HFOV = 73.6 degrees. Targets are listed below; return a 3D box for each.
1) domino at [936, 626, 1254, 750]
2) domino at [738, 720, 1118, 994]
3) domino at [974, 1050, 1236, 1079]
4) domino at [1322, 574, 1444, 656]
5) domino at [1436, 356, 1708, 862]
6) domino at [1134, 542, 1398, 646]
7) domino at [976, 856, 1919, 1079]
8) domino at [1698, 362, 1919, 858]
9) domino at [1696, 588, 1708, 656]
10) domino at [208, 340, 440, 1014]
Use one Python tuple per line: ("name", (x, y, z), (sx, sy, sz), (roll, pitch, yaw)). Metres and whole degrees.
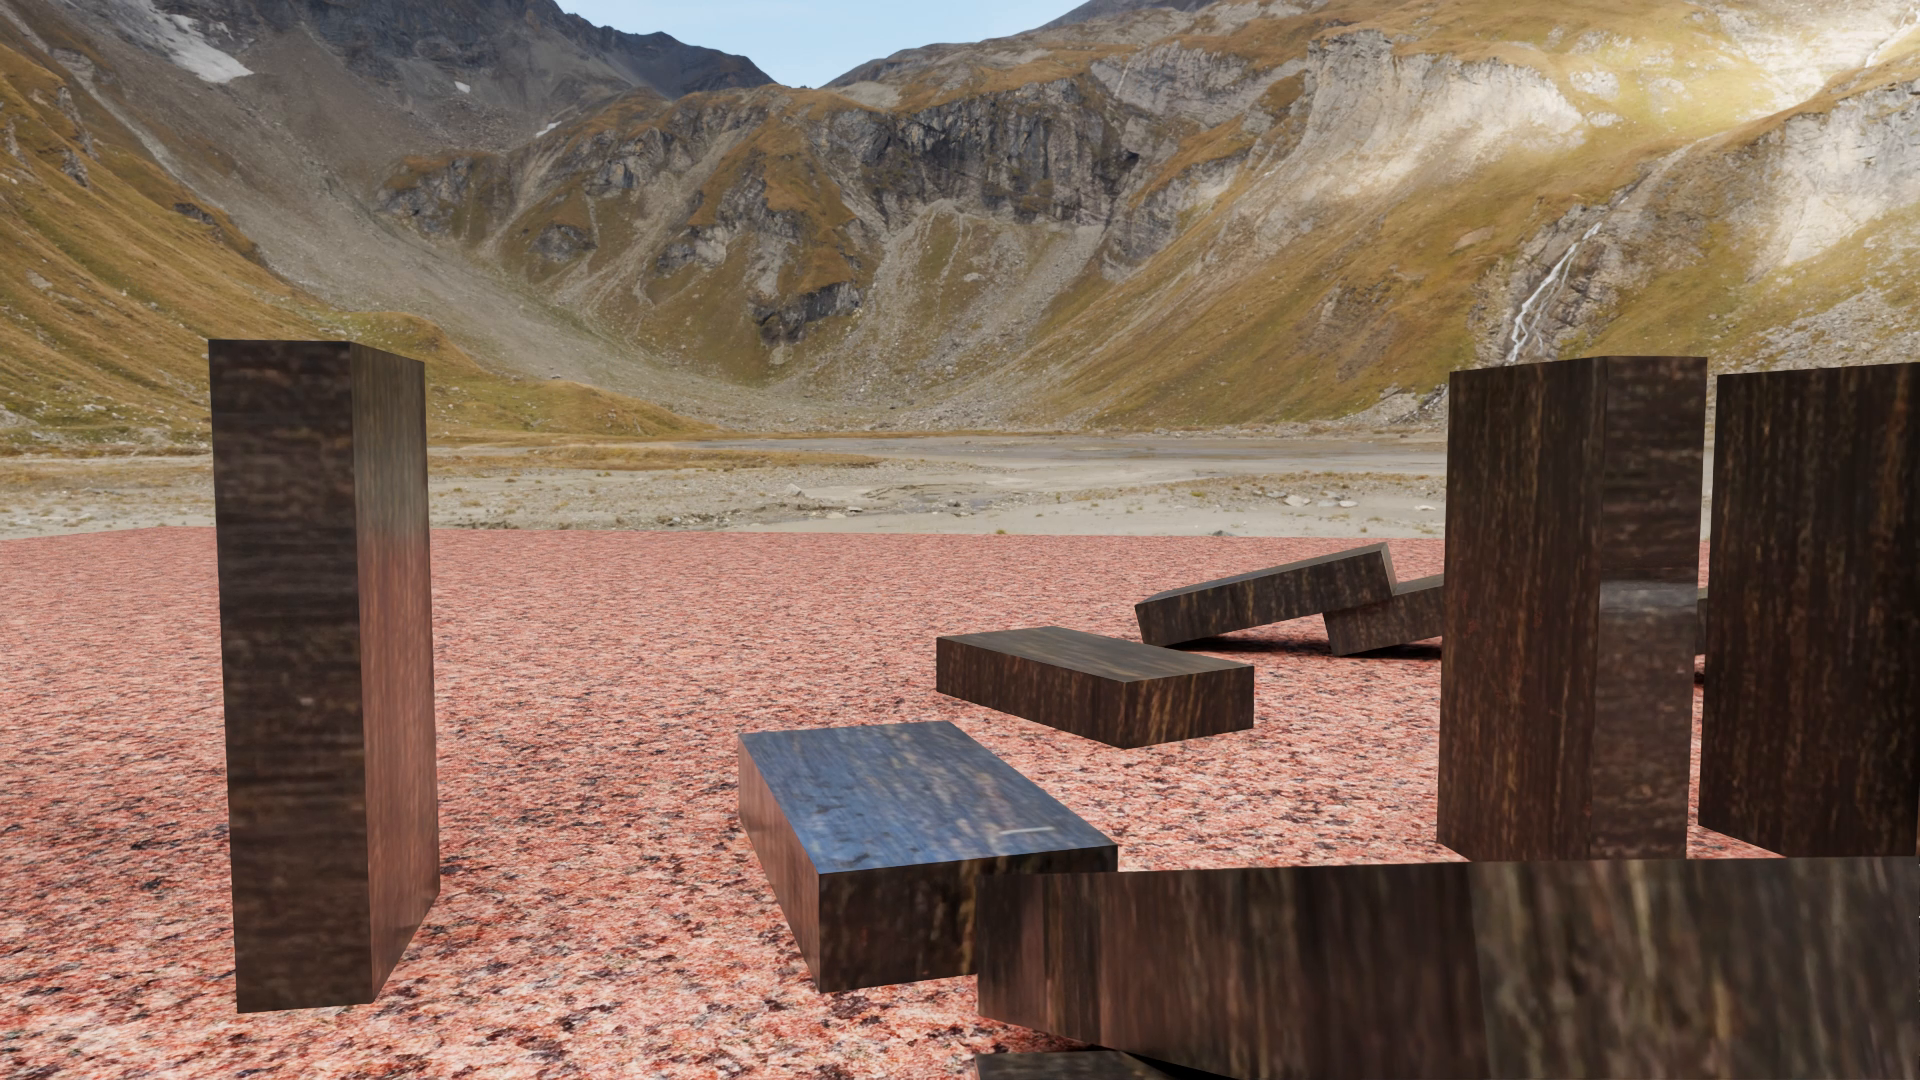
("domino", (0.020, 0.022, 0.206), (0.025, 0.010, 0.050), (-3, 5, -33))
("domino", (-0.006, 0.028, 0.127), (0.025, 0.009, 0.050), (-1, 4, -17))
("domino", (0.014, 0.029, 0.045), (0.025, 0.010, 0.050), (0, -8, -3))
("domino", (0.100, 0.012, 0.259), (0.050, 0.009, 0.025), (-14, -1, 21))
("domino", (0.058, 0.008, 0.124), (0.010, 0.050, 0.025), (-1, 4, -10))
("domino", (0.064, 0.011, 0.268), (0.050, 0.009, 0.025), (-14, -1, 21))
("domino", (0.022, 0.024, 0.073), (0.025, 0.010, 0.050), (5, -16, -20))
("domino", (0.090, 0.008, 0.131), (0.010, 0.050, 0.025), (-1, 4, -14))
("domino", (0.131, 0.015, 0.233), (0.050, 0.009, 0.025), (-13, -4, 36))
("domino", (-0.052, 0.010, 0.107), (0.009, 0.050, 0.025), (-1, 4, -11))
